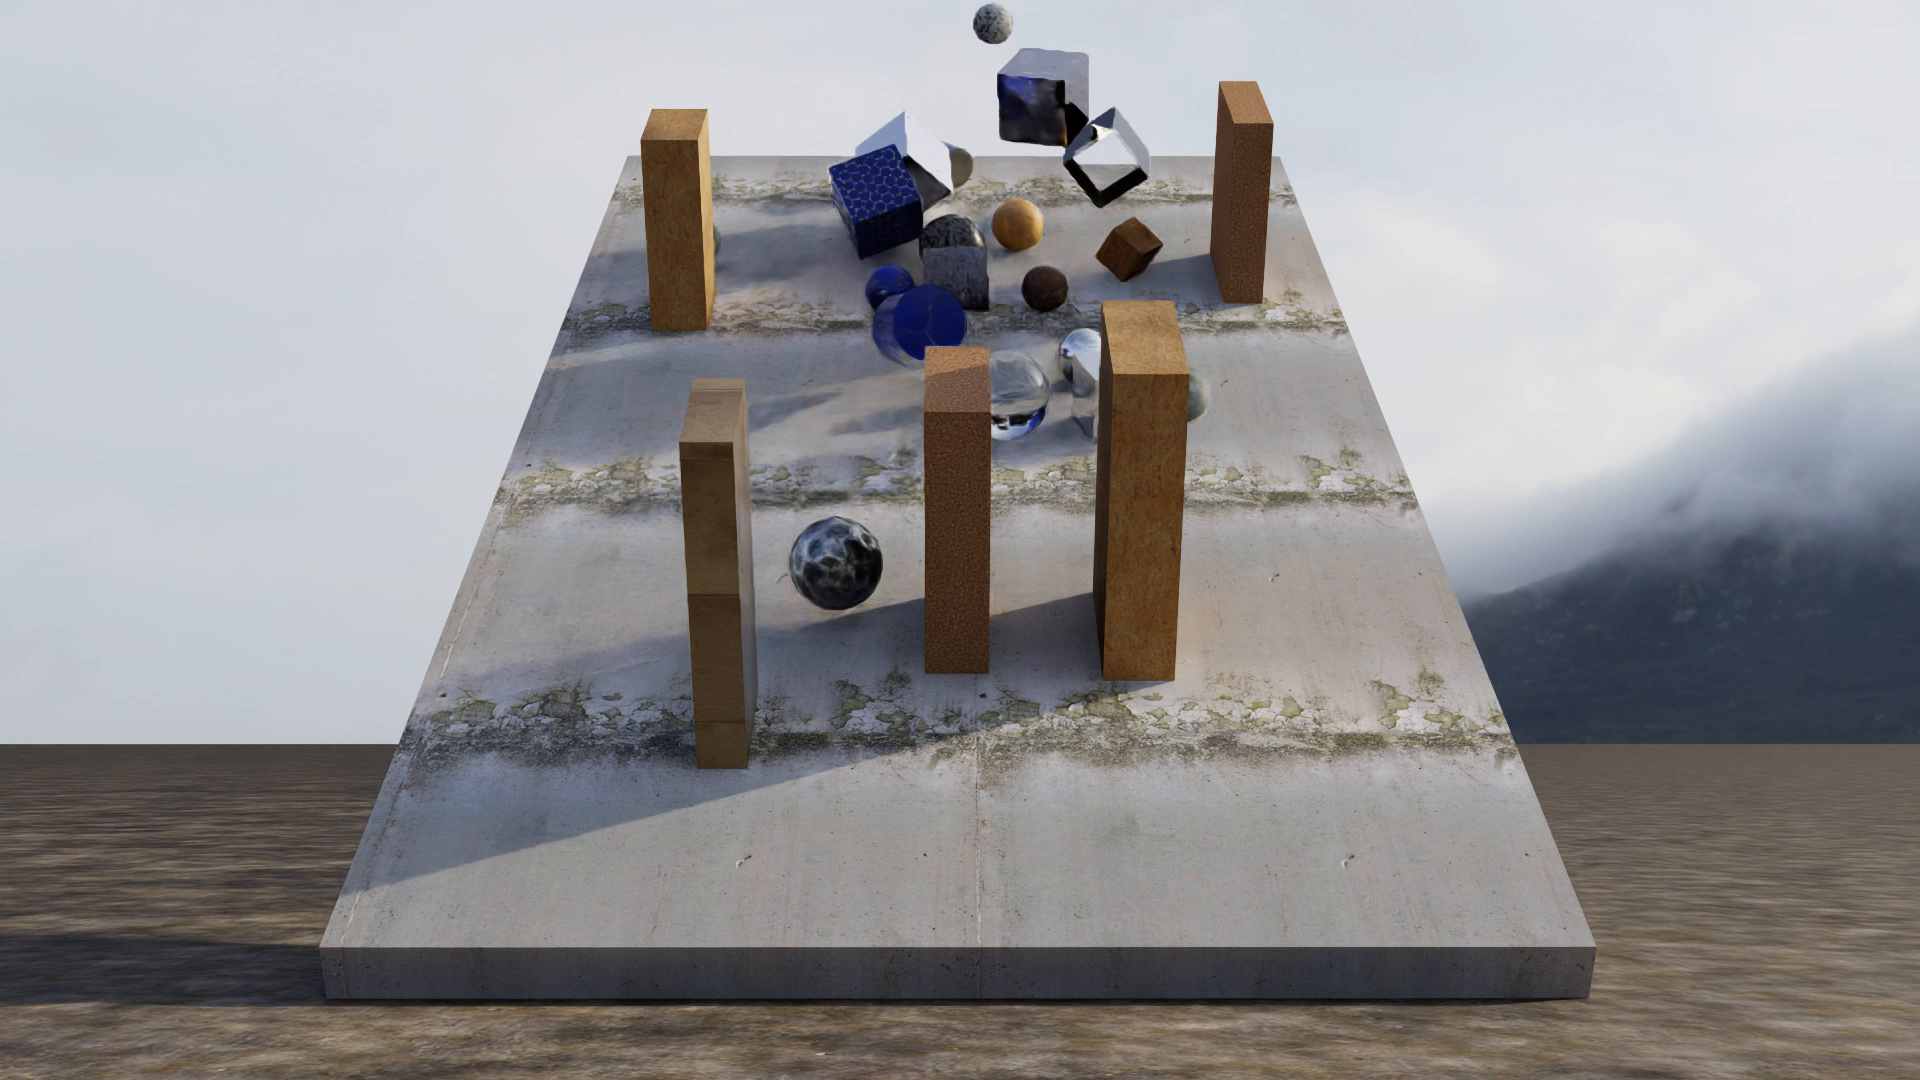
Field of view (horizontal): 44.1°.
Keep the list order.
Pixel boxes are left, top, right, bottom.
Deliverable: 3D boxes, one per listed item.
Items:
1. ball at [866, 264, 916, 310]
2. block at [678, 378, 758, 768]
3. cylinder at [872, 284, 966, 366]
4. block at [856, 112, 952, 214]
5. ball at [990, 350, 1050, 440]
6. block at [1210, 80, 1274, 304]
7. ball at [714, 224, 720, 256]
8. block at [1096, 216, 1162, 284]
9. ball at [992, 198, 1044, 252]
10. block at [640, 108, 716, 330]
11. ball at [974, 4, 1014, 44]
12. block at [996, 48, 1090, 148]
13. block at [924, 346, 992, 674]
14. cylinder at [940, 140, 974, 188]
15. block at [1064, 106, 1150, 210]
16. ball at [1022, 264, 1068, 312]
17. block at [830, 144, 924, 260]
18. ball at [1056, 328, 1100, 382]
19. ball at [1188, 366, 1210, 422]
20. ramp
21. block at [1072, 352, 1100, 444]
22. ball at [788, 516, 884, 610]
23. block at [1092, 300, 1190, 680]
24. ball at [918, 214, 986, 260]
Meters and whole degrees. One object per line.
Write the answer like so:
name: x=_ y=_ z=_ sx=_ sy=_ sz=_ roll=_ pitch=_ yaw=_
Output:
ball: x=-0.178 y=-0.640 z=6.073 sx=0.130 sy=0.130 sz=0.130 roll=0 pitch=-5 yaw=0
block: x=-0.418 y=0.061 z=4.145 sx=0.089 sy=0.631 sz=0.266 roll=0 pitch=27 yaw=0
cylinder: x=-0.099 y=-0.509 z=5.627 sx=0.180 sy=0.180 sz=0.180 roll=1 pitch=1 yaw=-17
block: x=-0.158 y=-1.040 z=6.654 sx=0.187 sy=0.187 sz=0.187 roll=-32 pitch=-48 yaw=28
ball: x=0.103 y=-0.328 z=5.381 sx=0.205 sy=0.205 sz=0.205 roll=0 pitch=-5 yaw=0
block: x=0.737 y=-0.917 z=6.233 sx=0.100 sy=0.483 sz=0.377 roll=0 pitch=27 yaw=0
ball: x=-0.716 y=-0.808 z=6.387 sx=0.142 sy=0.142 sz=0.142 roll=0 pitch=-5 yaw=0
block: x=0.450 y=-0.773 z=6.317 sx=0.107 sy=0.107 sz=0.107 roll=-32 pitch=-17 yaw=-46
ball: x=0.159 y=-0.864 z=6.501 sx=0.143 sy=0.143 sz=0.143 roll=0 pitch=-5 yaw=0
block: x=-0.709 y=-0.811 z=6.001 sx=0.141 sy=0.498 sz=0.261 roll=0 pitch=27 yaw=0
ball: x=0.096 y=-1.491 z=6.850 sx=0.118 sy=0.118 sz=0.118 roll=0 pitch=-5 yaw=0
block: x=0.236 y=-1.244 z=6.658 sx=0.199 sy=0.199 sz=0.199 roll=10 pitch=36 yaw=20
block: x=-0.006 y=-0.057 z=4.481 sx=0.121 sy=0.538 sz=0.304 roll=0 pitch=27 yaw=0
cylinder: x=-0.044 y=-1.114 z=7.017 sx=0.118 sy=0.118 sz=0.118 roll=5 pitch=17 yaw=-44
block: x=0.417 y=-1.086 z=6.737 sx=0.172 sy=0.172 sz=0.172 roll=-30 pitch=27 yaw=23
ball: x=0.218 y=-0.647 z=6.101 sx=0.120 sy=0.120 sz=0.120 roll=0 pitch=-5 yaw=0
block: x=-0.224 y=-0.914 z=6.412 sx=0.190 sy=0.190 sz=0.190 roll=-21 pitch=-23 yaw=-6
ball: x=0.298 y=-0.439 z=5.676 sx=0.135 sy=0.135 sz=0.135 roll=0 pitch=-5 yaw=0
ball: x=0.509 y=-0.336 z=5.475 sx=0.135 sy=0.135 sz=0.135 roll=0 pitch=-5 yaw=0
ramp: x=-0.011 y=-0.226 z=5.516 sx=2.000 sy=0.100 sz=4.000 roll=0 pitch=27 yaw=0
block: x=0.358 y=-0.333 z=5.443 sx=0.158 sy=0.158 sz=0.158 roll=-7 pitch=28 yaw=-14
ball: x=-0.241 y=0.046 z=4.614 sx=0.183 sy=0.183 sz=0.183 roll=0 pitch=-5 yaw=0
block: x=0.335 y=-0.094 z=4.462 sx=0.134 sy=0.623 sz=0.353 roll=0 pitch=27 yaw=0
ball: x=-0.021 y=-0.771 z=6.276 sx=0.181 sy=0.181 sz=0.181 roll=0 pitch=-5 yaw=0
